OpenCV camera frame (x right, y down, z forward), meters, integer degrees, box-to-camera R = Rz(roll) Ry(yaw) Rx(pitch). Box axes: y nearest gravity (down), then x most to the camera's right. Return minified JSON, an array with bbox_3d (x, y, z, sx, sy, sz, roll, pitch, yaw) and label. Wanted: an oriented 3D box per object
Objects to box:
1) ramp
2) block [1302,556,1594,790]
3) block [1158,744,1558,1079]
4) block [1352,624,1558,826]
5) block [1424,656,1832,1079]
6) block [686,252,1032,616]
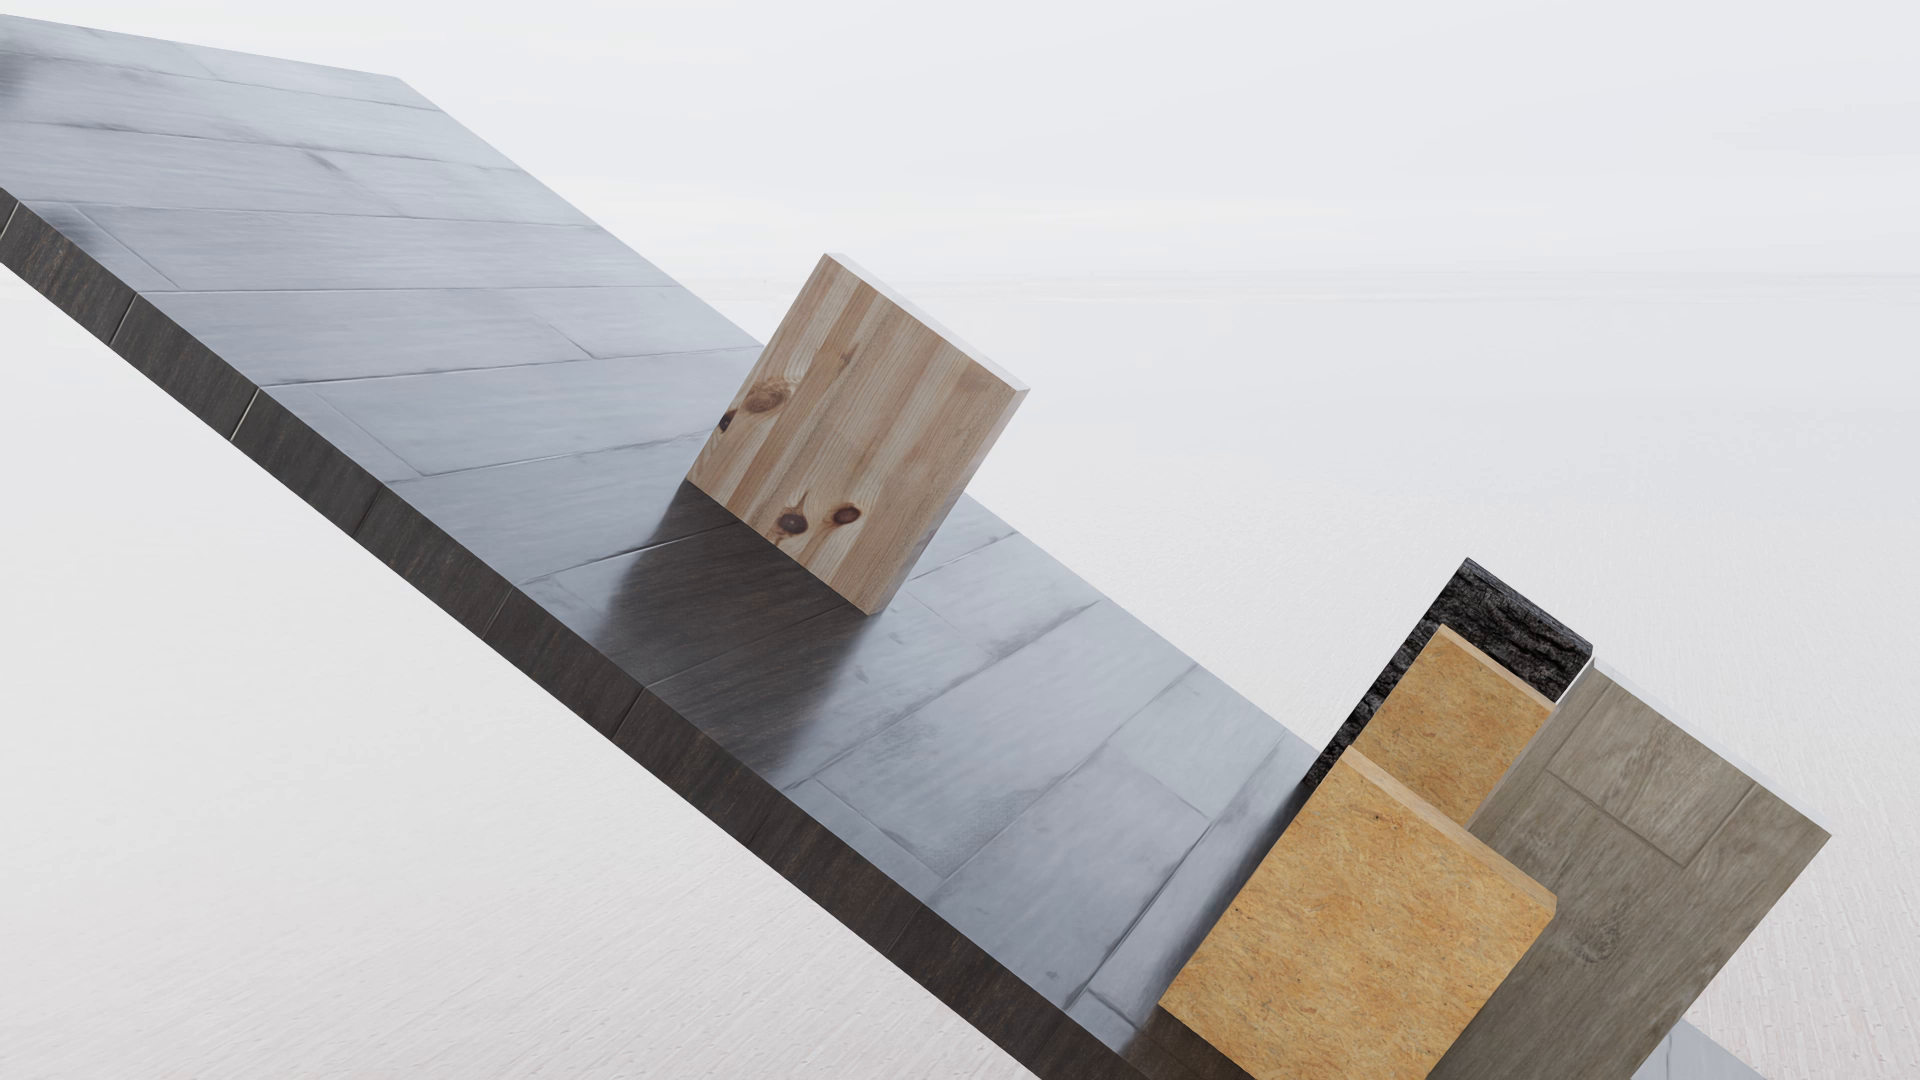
[{"bbox_3d":[-0.111,0.190,4.092,4.000,0.100,2.000,36,15,10],"label":"ramp"},{"bbox_3d":[1.013,0.362,4.584,0.314,0.568,0.142,36,15,10],"label":"block"},{"bbox_3d":[0.570,0.593,3.175,0.360,0.461,0.098,36,15,10],"label":"block"},{"bbox_3d":[0.901,0.471,4.132,0.359,0.508,0.097,36,15,10],"label":"block"},{"bbox_3d":[0.934,0.597,3.400,0.414,0.727,0.108,36,15,10],"label":"block"},{"bbox_3d":[-0.189,-0.192,3.974,0.430,0.493,0.095,36,15,10],"label":"block"}]
